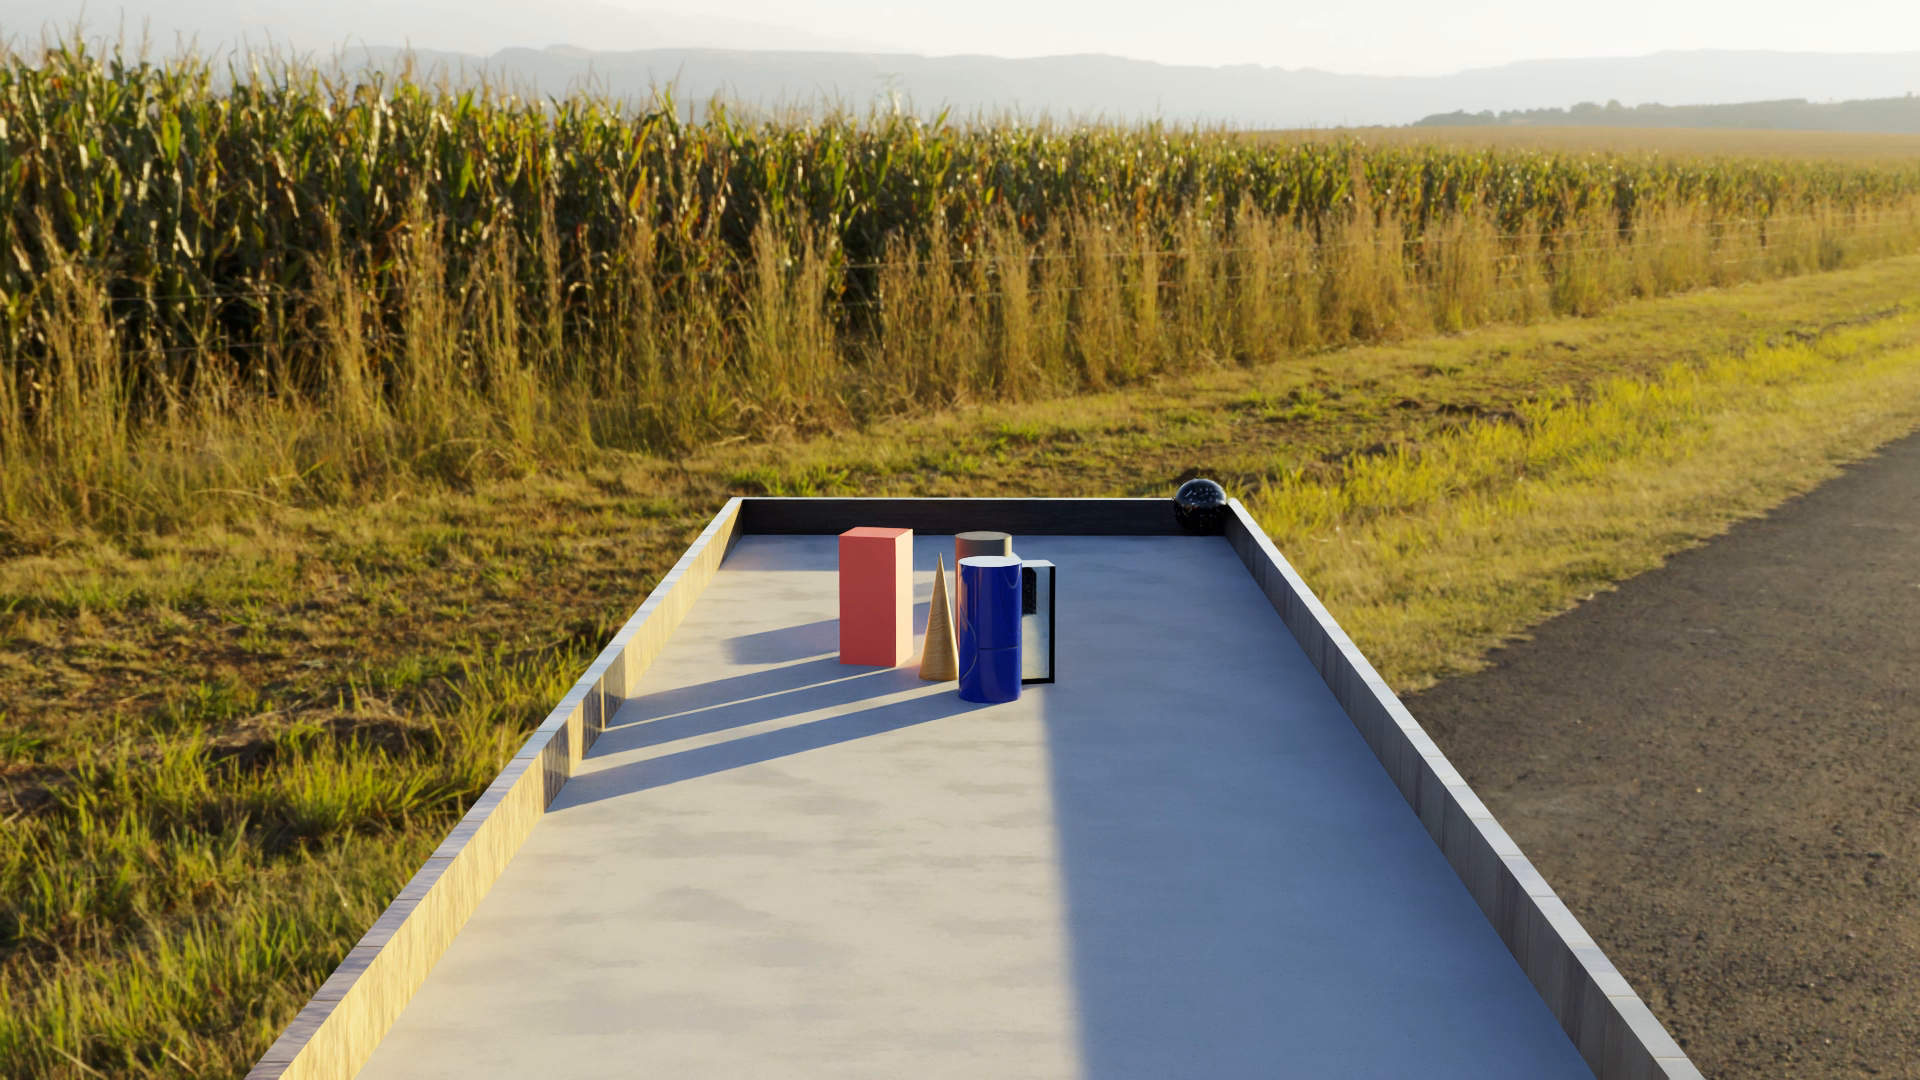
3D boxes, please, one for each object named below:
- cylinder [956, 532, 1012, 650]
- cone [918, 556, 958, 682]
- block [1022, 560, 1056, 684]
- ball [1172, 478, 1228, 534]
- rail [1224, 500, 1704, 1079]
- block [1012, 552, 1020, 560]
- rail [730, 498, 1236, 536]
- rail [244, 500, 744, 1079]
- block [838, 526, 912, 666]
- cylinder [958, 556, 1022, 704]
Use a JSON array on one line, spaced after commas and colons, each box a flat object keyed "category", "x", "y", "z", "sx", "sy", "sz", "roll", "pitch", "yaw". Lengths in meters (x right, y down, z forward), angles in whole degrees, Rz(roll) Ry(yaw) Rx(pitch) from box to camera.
[{"category": "cylinder", "x": 0.070, "y": 0.175, "z": 6.686, "sx": 0.170, "sy": 0.381, "sz": 0.170, "roll": 0, "pitch": 9, "yaw": 0}, {"category": "cone", "x": -0.058, "y": 0.217, "z": 6.439, "sx": 0.127, "sy": 0.376, "sz": 0.127, "roll": 0, "pitch": 9, "yaw": 0}, {"category": "block", "x": 0.211, "y": 0.238, "z": 6.402, "sx": 0.109, "sy": 0.345, "sz": 0.109, "roll": -2, "pitch": 9, "yaw": -11}, {"category": "ball", "x": 0.984, "y": -0.139, "z": 8.989, "sx": 0.226, "sy": 0.226, "sz": 0.226, "roll": 0, "pitch": 9, "yaw": 0}, {"category": "rail", "x": 1.046, "y": 0.843, "z": 3.208, "sx": 0.050, "sy": 0.150, "sz": 12.000, "roll": 0, "pitch": 9, "yaw": 1}, {"category": "block", "x": 0.150, "y": 0.147, "z": 7.630, "sx": 0.142, "sy": 0.142, "sz": 0.389, "roll": -1, "pitch": 9, "yaw": -9}, {"category": "rail", "x": 0.099, "y": -0.098, "z": 9.147, "sx": 2.100, "sy": 0.150, "sz": 0.050, "roll": 0, "pitch": 9, "yaw": 1}, {"category": "rail", "x": -1.004, "y": 0.839, "z": 3.234, "sx": 0.050, "sy": 0.150, "sz": 12.000, "roll": 0, "pitch": 9, "yaw": 1}, {"category": "block", "x": -0.254, "y": 0.171, "z": 6.678, "sx": 0.178, "sy": 0.393, "sz": 0.178, "roll": 2, "pitch": 9, "yaw": 14}, {"category": "cylinder", "x": 0.085, "y": 0.251, "z": 6.190, "sx": 0.179, "sy": 0.387, "sz": 0.179, "roll": 0, "pitch": 9, "yaw": 0}]
